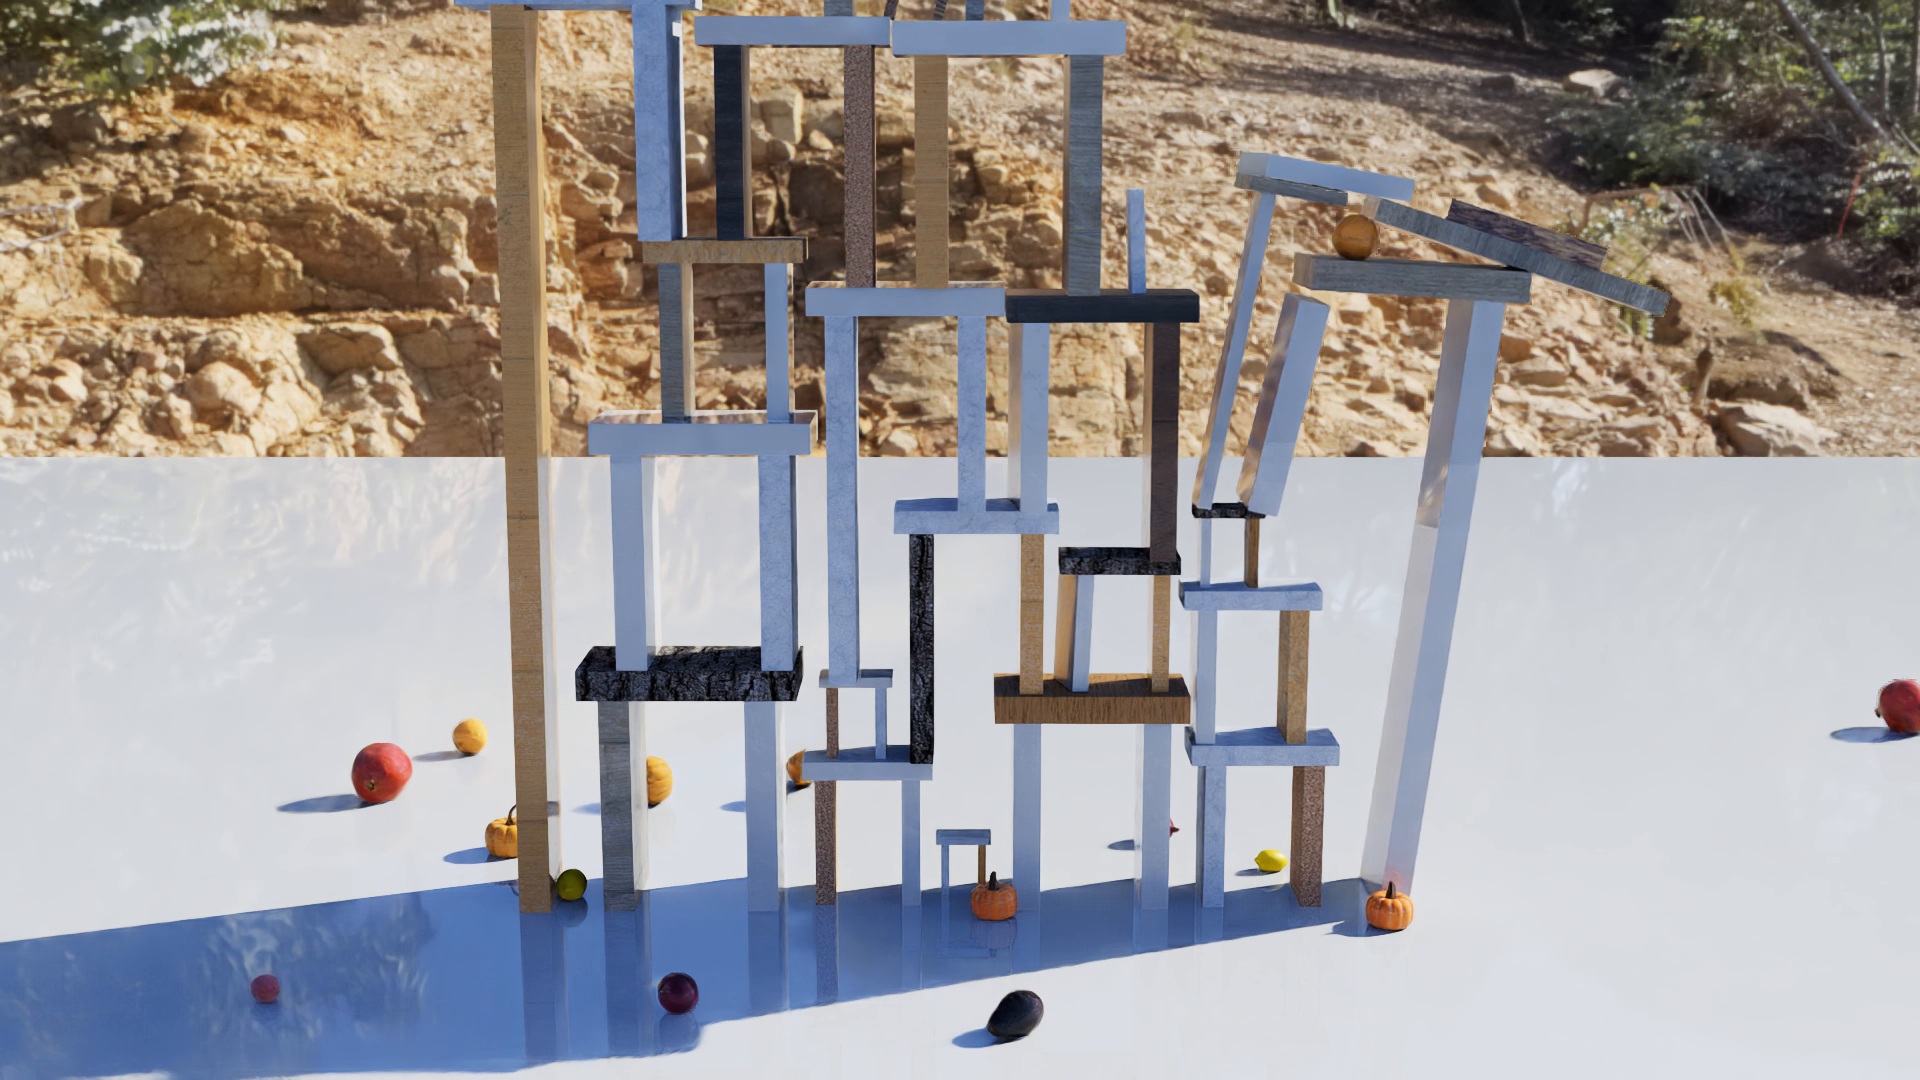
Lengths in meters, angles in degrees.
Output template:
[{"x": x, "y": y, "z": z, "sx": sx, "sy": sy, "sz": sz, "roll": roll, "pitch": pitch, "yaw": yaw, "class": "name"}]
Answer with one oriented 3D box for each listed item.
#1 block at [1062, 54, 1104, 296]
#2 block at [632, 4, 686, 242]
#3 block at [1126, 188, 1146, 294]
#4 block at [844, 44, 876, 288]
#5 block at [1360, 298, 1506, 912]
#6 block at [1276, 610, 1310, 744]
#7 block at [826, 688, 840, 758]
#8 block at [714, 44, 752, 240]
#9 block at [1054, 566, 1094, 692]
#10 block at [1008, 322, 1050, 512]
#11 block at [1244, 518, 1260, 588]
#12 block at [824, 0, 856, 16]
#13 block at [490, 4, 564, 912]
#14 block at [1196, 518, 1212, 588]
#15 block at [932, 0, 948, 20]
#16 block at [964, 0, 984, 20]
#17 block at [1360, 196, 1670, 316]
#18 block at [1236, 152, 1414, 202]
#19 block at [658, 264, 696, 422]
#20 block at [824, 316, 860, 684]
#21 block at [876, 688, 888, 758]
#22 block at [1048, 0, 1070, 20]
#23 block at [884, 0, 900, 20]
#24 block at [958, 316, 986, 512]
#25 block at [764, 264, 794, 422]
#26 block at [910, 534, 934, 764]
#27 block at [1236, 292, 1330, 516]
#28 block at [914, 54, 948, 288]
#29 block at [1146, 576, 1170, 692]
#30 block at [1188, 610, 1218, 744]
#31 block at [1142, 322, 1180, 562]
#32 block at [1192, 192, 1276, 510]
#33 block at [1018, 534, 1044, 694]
[{"x": 0.191, "y": -0.573, "z": 3.453, "sx": 0.050, "sy": 0.365, "sz": 0.176, "roll": 0, "pitch": 11, "yaw": -1, "class": "block"}, {"x": -0.468, "y": -0.650, "z": 3.438, "sx": 0.050, "sy": 0.355, "sz": 0.177, "roll": 0, "pitch": 11, "yaw": 1, "class": "block"}, {"x": 0.278, "y": -0.473, "z": 3.472, "sx": 0.023, "sy": 0.161, "sz": 0.081, "roll": -2, "pitch": 11, "yaw": 1, "class": "block"}, {"x": -0.156, "y": -0.586, "z": 3.450, "sx": 0.042, "sy": 0.368, "sz": 0.148, "roll": 0, "pitch": 11, "yaw": 0, "class": "block"}, {"x": 0.763, "y": 0.101, "z": 3.578, "sx": 0.048, "sy": 0.995, "sz": 0.170, "roll": 6, "pitch": 10, "yaw": -1, "class": "block"}, {"x": 0.545, "y": 0.212, "z": 3.602, "sx": 0.031, "sy": 0.221, "sz": 0.111, "roll": 0, "pitch": 11, "yaw": 0, "class": "block"}, {"x": -0.209, "y": 0.293, "z": 3.611, "sx": 0.017, "sy": 0.120, "sz": 0.060, "roll": 0, "pitch": 11, "yaw": 0, "class": "block"}, {"x": -0.355, "y": -0.621, "z": 3.443, "sx": 0.042, "sy": 0.296, "sz": 0.148, "roll": 0, "pitch": 11, "yaw": 0, "class": "block"}, {"x": 0.185, "y": 0.142, "z": 3.586, "sx": 0.027, "sy": 0.193, "sz": 0.096, "roll": -1, "pitch": 10, "yaw": -16, "class": "block"}, {"x": 0.108, "y": -0.204, "z": 3.517, "sx": 0.042, "sy": 0.299, "sz": 0.149, "roll": -1, "pitch": 11, "yaw": -7, "class": "block"}, {"x": 0.473, "y": 0.016, "z": 3.566, "sx": 0.016, "sy": 0.113, "sz": 0.057, "roll": 0, "pitch": 11, "yaw": 0, "class": "block"}, {"x": -0.185, "y": -0.992, "z": 3.377, "sx": 0.043, "sy": 0.373, "sz": 0.153, "roll": 0, "pitch": 11, "yaw": 0, "class": "block"}, {"x": -0.693, "y": -0.117, "z": 3.535, "sx": 0.050, "sy": 1.439, "sz": 0.177, "roll": 0, "pitch": 11, "yaw": -4, "class": "block"}, {"x": 0.396, "y": 0.016, "z": 3.567, "sx": 0.016, "sy": 0.113, "sz": 0.057, "roll": 0, "pitch": 11, "yaw": 0, "class": "block"}, {"x": -0.021, "y": -0.860, "z": 3.393, "sx": 0.016, "sy": 0.121, "sz": 0.057, "roll": 13, "pitch": 10, "yaw": -3, "class": "block"}, {"x": 0.025, "y": -0.898, "z": 3.389, "sx": 0.028, "sy": 0.197, "sz": 0.099, "roll": 2, "pitch": 11, "yaw": -1, "class": "block"}, {"x": 0.872, "y": -0.450, "z": 3.470, "sx": 0.479, "sy": 0.035, "sz": 0.124, "roll": 18, "pitch": 10, "yaw": -4, "class": "block"}, {"x": 0.577, "y": -0.574, "z": 3.477, "sx": 0.247, "sy": 0.035, "sz": 0.124, "roll": 7, "pitch": 9, "yaw": -15, "class": "block"}, {"x": -0.450, "y": -0.319, "z": 3.500, "sx": 0.035, "sy": 0.248, "sz": 0.124, "roll": 0, "pitch": 11, "yaw": 1, "class": "block"}, {"x": -0.188, "y": -0.073, "z": 3.547, "sx": 0.044, "sy": 0.589, "sz": 0.155, "roll": 0, "pitch": 11, "yaw": 0, "class": "block"}, {"x": -0.130, "y": 0.293, "z": 3.611, "sx": 0.017, "sy": 0.120, "sz": 0.060, "roll": 0, "pitch": 11, "yaw": 0, "class": "block"}, {"x": 0.156, "y": -0.898, "z": 3.390, "sx": 0.028, "sy": 0.197, "sz": 0.099, "roll": 2, "pitch": 11, "yaw": -1, "class": "block"}, {"x": -0.095, "y": -0.862, "z": 3.394, "sx": 0.016, "sy": 0.113, "sz": 0.057, "roll": 15, "pitch": 10, "yaw": -3, "class": "block"}, {"x": 0.018, "y": -0.210, "z": 3.521, "sx": 0.044, "sy": 0.310, "sz": 0.155, "roll": 0, "pitch": 11, "yaw": 0, "class": "block"}, {"x": -0.287, "y": -0.319, "z": 3.502, "sx": 0.035, "sy": 0.248, "sz": 0.124, "roll": 0, "pitch": 11, "yaw": 0, "class": "block"}, {"x": -0.062, "y": 0.165, "z": 3.593, "sx": 0.037, "sy": 0.379, "sz": 0.131, "roll": 0, "pitch": 11, "yaw": 0, "class": "block"}, {"x": 0.514, "y": -0.220, "z": 3.518, "sx": 0.048, "sy": 0.339, "sz": 0.170, "roll": 12, "pitch": 11, "yaw": -2, "class": "block"}, {"x": -0.044, "y": -0.578, "z": 3.451, "sx": 0.050, "sy": 0.353, "sz": 0.176, "roll": 0, "pitch": 11, "yaw": 0, "class": "block"}, {"x": 0.324, "y": 0.143, "z": 3.587, "sx": 0.027, "sy": 0.193, "sz": 0.096, "roll": 0, "pitch": 11, "yaw": 0, "class": "block"}, {"x": 0.397, "y": 0.212, "z": 3.601, "sx": 0.031, "sy": 0.221, "sz": 0.111, "roll": 0, "pitch": 11, "yaw": 0, "class": "block"}, {"x": 0.321, "y": -0.165, "z": 3.530, "sx": 0.042, "sy": 0.379, "sz": 0.149, "roll": 0, "pitch": 11, "yaw": -1, "class": "block"}, {"x": 0.435, "y": -0.302, "z": 3.506, "sx": 0.023, "sy": 0.505, "sz": 0.081, "roll": 10, "pitch": 11, "yaw": -2, "class": "block"}, {"x": 0.115, "y": 0.108, "z": 3.581, "sx": 0.037, "sy": 0.263, "sz": 0.131, "roll": 0, "pitch": 10, "yaw": 0, "class": "block"}]
